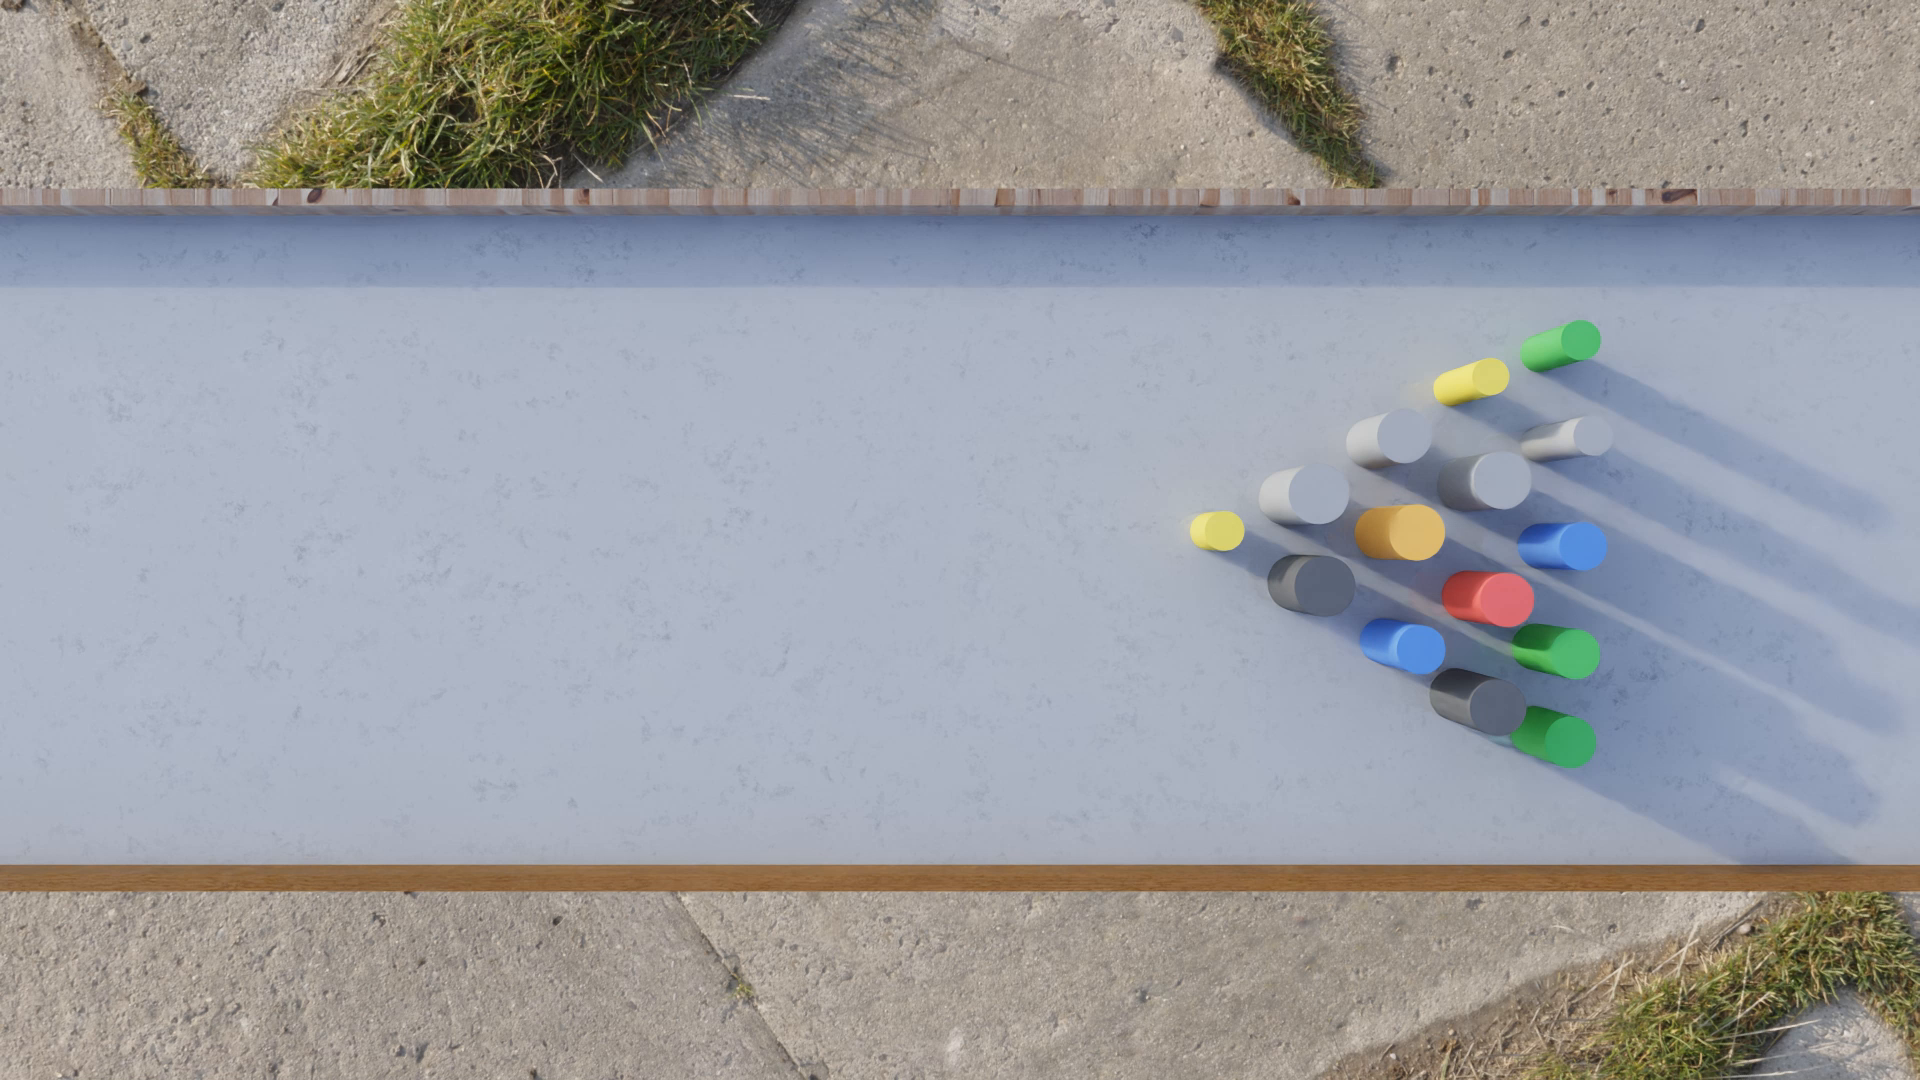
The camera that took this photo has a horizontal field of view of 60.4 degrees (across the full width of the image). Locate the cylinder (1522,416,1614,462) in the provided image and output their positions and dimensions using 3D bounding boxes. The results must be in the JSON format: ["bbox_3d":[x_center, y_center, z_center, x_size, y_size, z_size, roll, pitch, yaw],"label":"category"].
[{"bbox_3d":[1.784,-0.295,4.860,0.114,0.433,0.114,0,90,0],"label":"cylinder"}]

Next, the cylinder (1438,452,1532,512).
[{"bbox_3d":[1.552,-0.171,4.896,0.167,0.360,0.167,0,90,0],"label":"cylinder"}]

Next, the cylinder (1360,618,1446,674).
[{"bbox_3d":[1.300,0.310,4.862,0.138,0.429,0.138,0,90,0],"label":"cylinder"}]

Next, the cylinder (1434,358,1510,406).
[{"bbox_3d":[1.511,-0.465,4.885,0.106,0.382,0.106,0,90,0],"label":"cylinder"}]

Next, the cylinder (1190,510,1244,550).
[{"bbox_3d":[0.766,-0.027,4.925,0.115,0.302,0.115,0,90,0],"label":"cylinder"}]

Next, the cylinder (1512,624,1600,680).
[{"bbox_3d":[1.771,0.329,4.911,0.145,0.331,0.145,0,90,0],"label":"cylinder"}]

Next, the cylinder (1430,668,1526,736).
[{"bbox_3d":[1.525,0.476,4.875,0.162,0.403,0.162,0,90,0],"label":"cylinder"}]

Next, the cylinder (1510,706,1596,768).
[{"bbox_3d":[1.768,0.586,4.926,0.150,0.300,0.150,0,90,0],"label":"cylinder"}]

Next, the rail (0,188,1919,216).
[{"bbox_3d":[-2.247,-1.025,5.002,12.000,0.150,0.050,0,90,0],"label":"rail"}]

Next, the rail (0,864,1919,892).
[{"bbox_3d":[-2.247,1.025,5.001,12.000,0.150,0.050,0,90,0],"label":"rail"}]

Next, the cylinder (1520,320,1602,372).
[{"bbox_3d":[1.782,-0.574,4.905,0.116,0.343,0.116,0,90,0],"label":"cylinder"}]

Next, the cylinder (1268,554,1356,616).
[{"bbox_3d":[1.033,0.131,4.871,0.174,0.411,0.174,0,90,0],"label":"cylinder"}]

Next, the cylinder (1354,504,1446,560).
[{"bbox_3d":[1.294,-0.021,4.874,0.160,0.406,0.160,0,90,0],"label":"cylinder"}]

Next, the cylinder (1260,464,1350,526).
[{"bbox_3d":[1.006,-0.130,4.848,0.171,0.457,0.171,0,90,0],"label":"cylinder"}]

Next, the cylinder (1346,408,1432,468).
[{"bbox_3d":[1.266,-0.297,4.887,0.157,0.379,0.157,0,90,0],"label":"cylinder"}]

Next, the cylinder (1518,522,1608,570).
[{"bbox_3d":[1.786,0.019,4.901,0.138,0.351,0.138,0,90,0],"label":"cylinder"}]

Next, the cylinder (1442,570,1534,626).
[{"bbox_3d":[1.560,0.171,4.889,0.154,0.376,0.154,0,90,0],"label":"cylinder"}]
